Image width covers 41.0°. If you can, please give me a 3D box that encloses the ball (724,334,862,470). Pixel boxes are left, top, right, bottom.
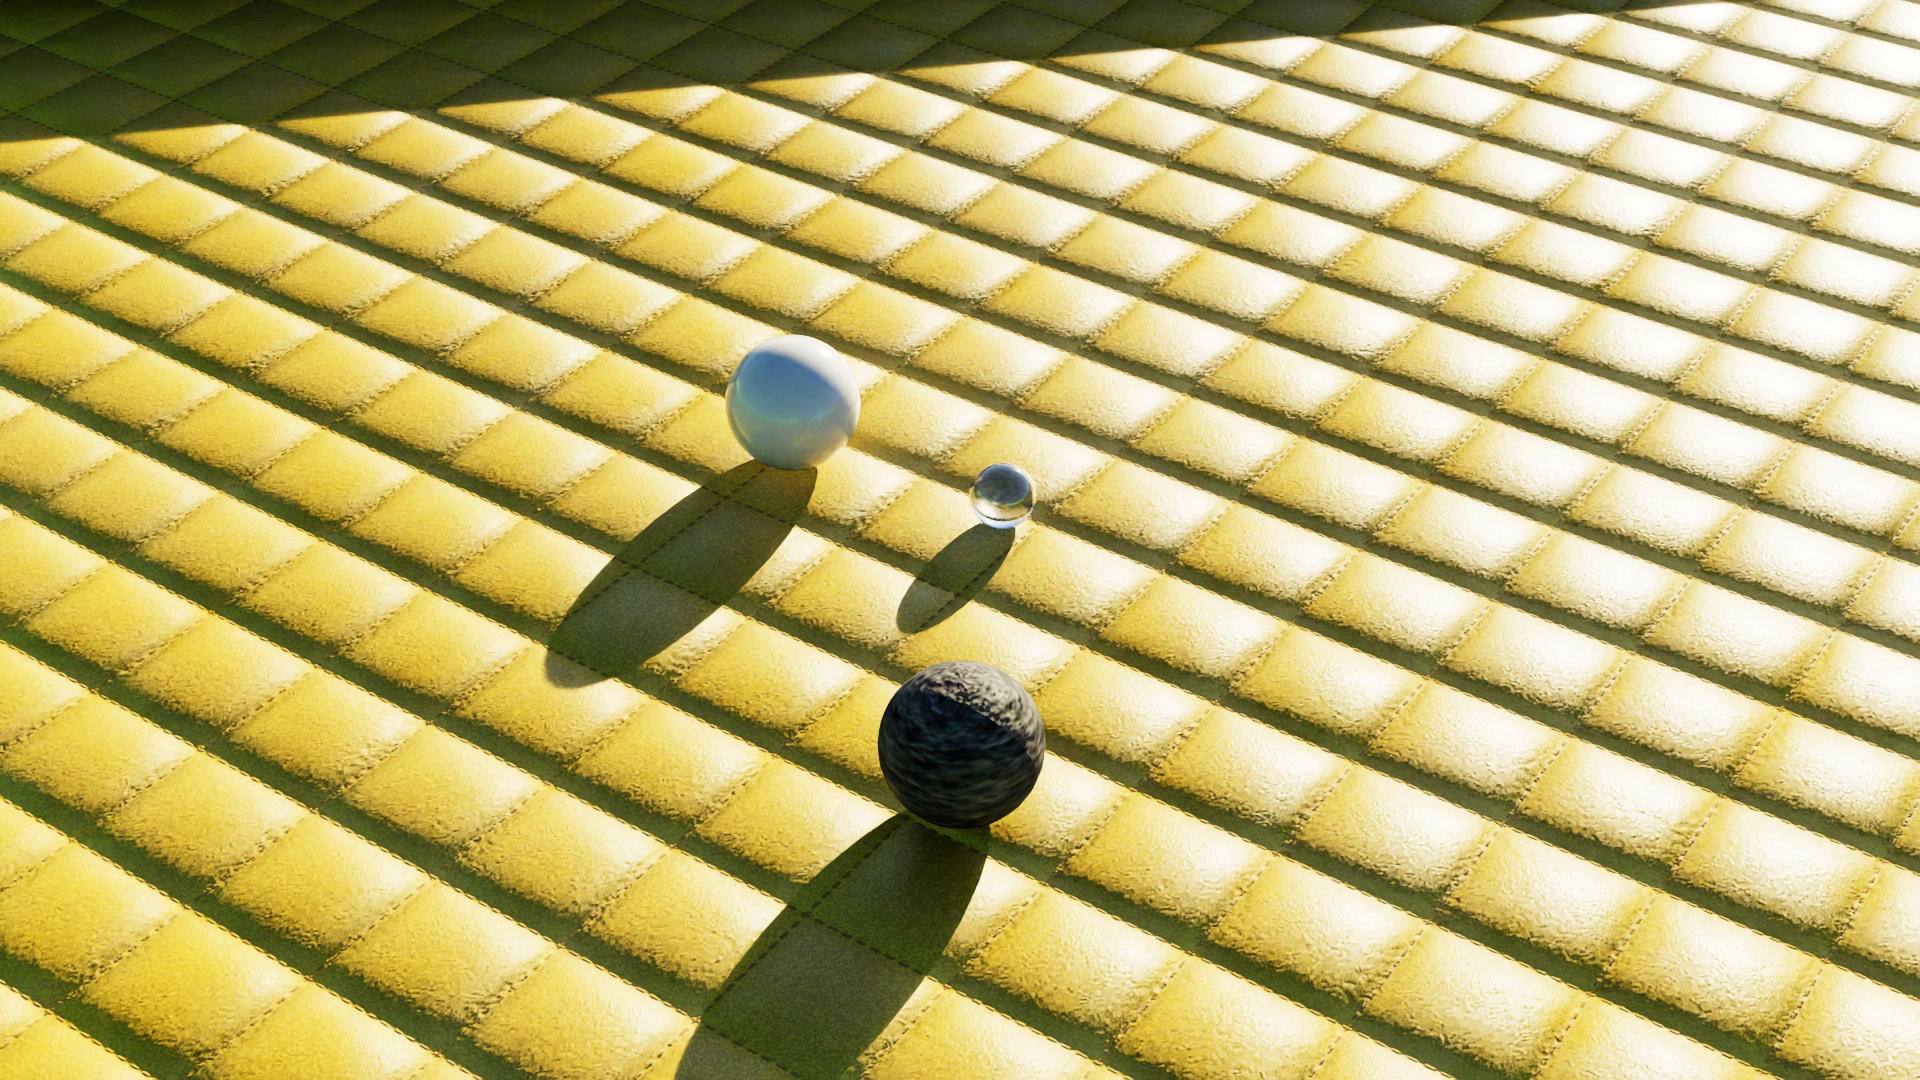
[{"bbox_3d":[-0.106,-0.087,1.622,0.086,0.086,0.086,0,36,0],"label":"ball"}]

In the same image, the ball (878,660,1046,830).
[{"bbox_3d":[0.001,0.108,1.355,0.089,0.089,0.089,0,36,0],"label":"ball"}]

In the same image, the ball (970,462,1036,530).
[{"bbox_3d":[0.026,-0.027,1.578,0.041,0.041,0.041,0,36,0],"label":"ball"}]
